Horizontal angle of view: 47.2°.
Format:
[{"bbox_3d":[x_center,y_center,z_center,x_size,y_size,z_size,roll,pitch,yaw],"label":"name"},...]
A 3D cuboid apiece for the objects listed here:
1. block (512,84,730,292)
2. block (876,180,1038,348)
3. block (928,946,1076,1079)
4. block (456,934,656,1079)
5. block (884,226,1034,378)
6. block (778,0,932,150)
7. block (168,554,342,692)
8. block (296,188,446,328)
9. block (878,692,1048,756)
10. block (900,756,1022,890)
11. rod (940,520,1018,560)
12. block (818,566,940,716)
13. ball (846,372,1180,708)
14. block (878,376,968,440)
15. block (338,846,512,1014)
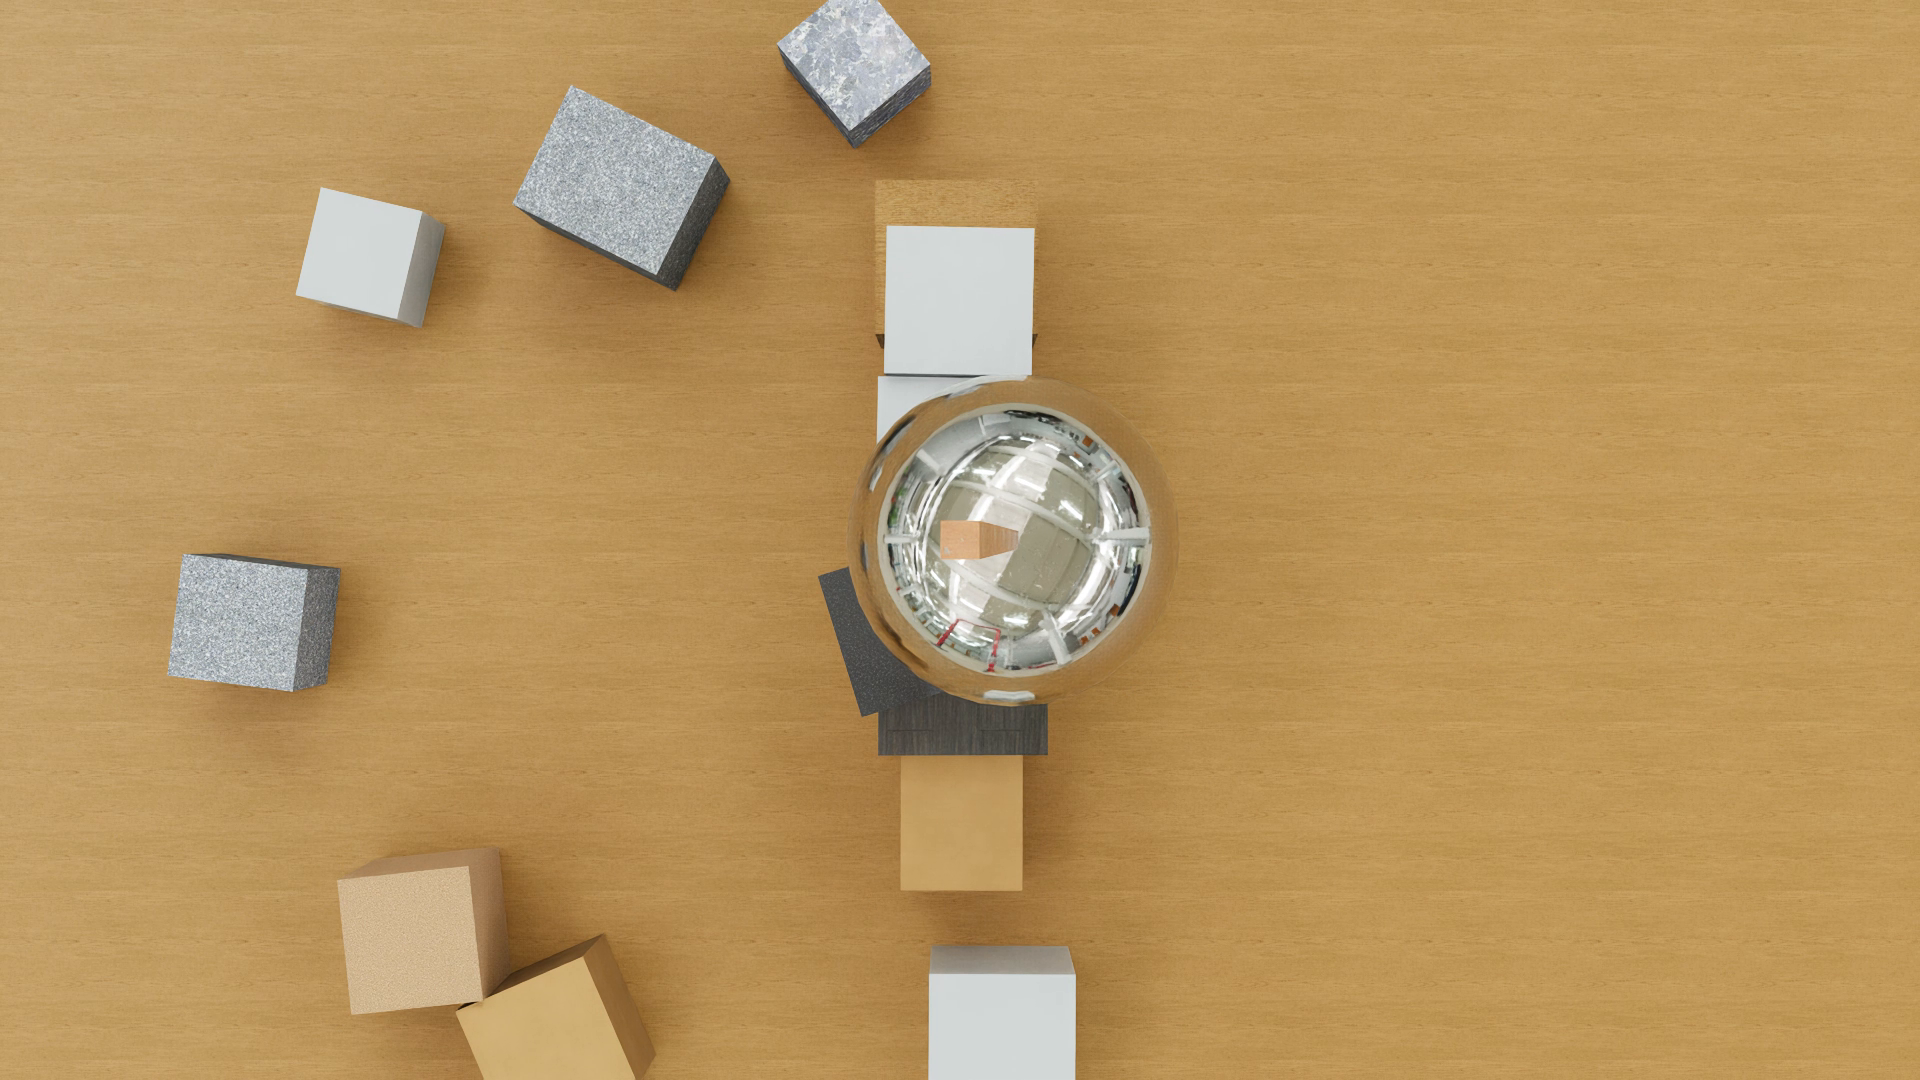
[{"bbox_3d":[-1.917,-1.993,12.585,0.889,0.830,0.735,26,90,0],"label":"block"},{"bbox_3d":[-0.018,-1.554,12.539,0.897,0.922,0.843,0,90,0],"label":"block"},{"bbox_3d":[0.232,2.846,12.572,0.809,0.855,0.895,0,90,0],"label":"block"},{"bbox_3d":[-2.306,2.836,12.634,0.775,0.732,0.780,-23,90,0],"label":"block"},{"bbox_3d":[-0.004,-1.242,11.742,0.765,0.673,0.763,1,90,0],"label":"block"},{"bbox_3d":[-0.601,-2.745,12.707,0.593,0.587,0.643,-40,90,0],"label":"block"},{"bbox_3d":[-4.053,0.464,12.669,0.708,0.662,0.688,7,90,0],"label":"block"},{"bbox_3d":[-3.397,-1.622,12.715,0.588,0.571,0.625,13,90,0],"label":"block"},{"bbox_3d":[0.016,0.672,12.464,0.921,1.072,0.992,0,90,0],"label":"block"},{"bbox_3d":[0.009,1.569,12.673,0.683,0.655,0.798,0,90,0],"label":"block"},{"bbox_3d":[0.110,0.000,7.139,0.080,5.200,0.080,0,90,2],"label":"rod"},{"bbox_3d":[-0.257,0.436,11.614,0.757,0.629,0.760,-17,90,0],"label":"block"},{"bbox_3d":[0.253,0.000,10.536,1.600,1.600,1.600,0,90,0],"label":"ball"},{"bbox_3d":[-0.014,-0.463,11.847,0.843,0.686,0.771,1,90,0],"label":"block"},{"bbox_3d":[-3.053,2.223,12.603,0.734,0.794,0.753,-6,90,0],"label":"block"}]
